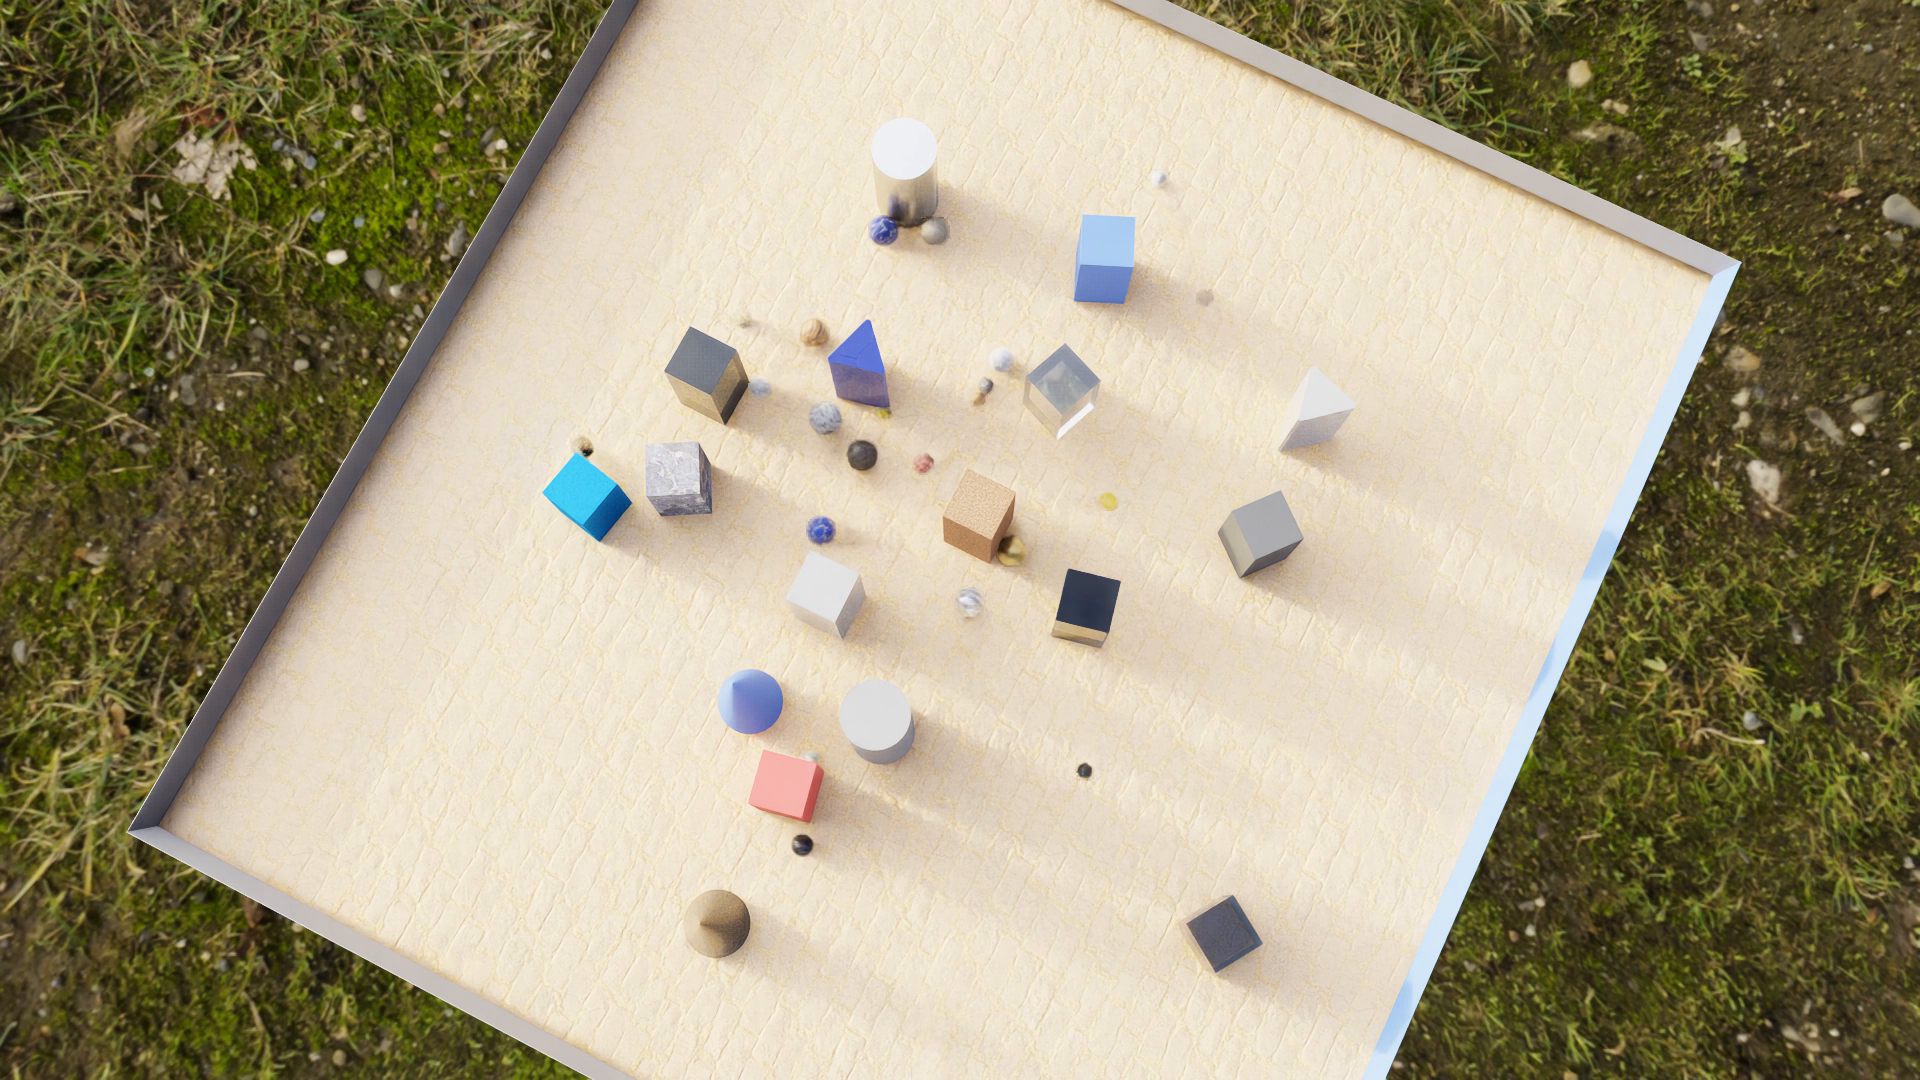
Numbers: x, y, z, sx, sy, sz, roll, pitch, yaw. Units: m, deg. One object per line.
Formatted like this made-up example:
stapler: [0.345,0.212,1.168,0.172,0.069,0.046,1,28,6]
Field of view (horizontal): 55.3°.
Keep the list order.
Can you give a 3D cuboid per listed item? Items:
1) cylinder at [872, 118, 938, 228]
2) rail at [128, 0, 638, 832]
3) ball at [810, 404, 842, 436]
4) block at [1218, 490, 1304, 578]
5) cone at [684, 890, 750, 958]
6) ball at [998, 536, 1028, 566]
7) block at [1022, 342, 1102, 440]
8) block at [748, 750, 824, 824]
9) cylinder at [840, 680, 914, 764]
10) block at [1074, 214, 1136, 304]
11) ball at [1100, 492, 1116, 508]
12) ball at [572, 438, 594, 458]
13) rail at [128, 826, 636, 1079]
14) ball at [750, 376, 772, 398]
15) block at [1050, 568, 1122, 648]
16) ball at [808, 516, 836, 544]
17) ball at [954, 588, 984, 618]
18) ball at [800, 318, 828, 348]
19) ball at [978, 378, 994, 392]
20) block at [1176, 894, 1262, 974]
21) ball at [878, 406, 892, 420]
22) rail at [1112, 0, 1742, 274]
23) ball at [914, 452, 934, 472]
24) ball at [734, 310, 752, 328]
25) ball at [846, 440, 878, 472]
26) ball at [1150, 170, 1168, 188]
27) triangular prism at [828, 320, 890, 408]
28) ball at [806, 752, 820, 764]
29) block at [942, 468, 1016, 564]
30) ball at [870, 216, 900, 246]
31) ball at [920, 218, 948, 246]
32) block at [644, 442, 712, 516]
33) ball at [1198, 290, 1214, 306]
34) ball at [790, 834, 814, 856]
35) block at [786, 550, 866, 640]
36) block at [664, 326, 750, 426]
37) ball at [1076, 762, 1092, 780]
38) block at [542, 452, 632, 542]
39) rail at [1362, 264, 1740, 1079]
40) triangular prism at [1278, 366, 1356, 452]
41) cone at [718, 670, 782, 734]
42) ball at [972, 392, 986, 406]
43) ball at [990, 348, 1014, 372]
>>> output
cylinder: [-0.166,-1.127,5.651,0.197,0.389,0.197,0,78,0]
rail: [-1.563,-0.759,5.707,0.045,0.128,3.719,26,80,5]
ball: [-0.415,-0.372,5.643,0.099,0.099,0.099,0,78,0]
block: [0.893,-0.013,5.463,0.158,0.307,0.158,-23,79,-5]
cone: [-0.714,1.090,5.204,0.197,0.365,0.197,0,78,0]
ball: [0.159,0.032,5.563,0.091,0.091,0.091,0,78,0]
block: [0.306,-0.448,5.562,0.158,0.289,0.158,-41,81,-8]
block: [-0.501,0.717,5.315,0.158,0.300,0.158,14,79,3]
cylinder: [-0.234,0.528,5.270,0.197,0.465,0.197,0,78,0]
block: [0.441,-0.859,5.624,0.158,0.333,0.158,3,78,1]
ball: [0.455,-0.121,5.615,0.052,0.052,0.052,0,78,0]
ball: [-1.162,-0.283,5.641,0.068,0.068,0.068,0,78,0]
rail: [-0.821,1.615,5.216,3.543,0.128,0.045,26,80,5]
ball: [-0.615,-0.472,5.679,0.070,0.070,0.070,0,78,0]
block: [0.370,0.205,5.420,0.158,0.302,0.158,14,79,3]
ball: [-0.418,-0.030,5.579,0.087,0.087,0.087,0,78,0]
ball: [0.027,0.190,5.533,0.086,0.086,0.086,0,78,0]
ball: [-0.456,-0.644,5.704,0.089,0.089,0.089,0,78,0]
ball: [0.079,-0.482,5.692,0.048,0.048,0.048,0,78,0]
block: [0.742,1.129,5.259,0.158,0.243,0.158,-30,80,-6]
ball: [-0.233,-0.392,5.665,0.041,0.041,0.041,0,78,0]
rail: [0.821,-1.601,5.882,3.543,0.128,0.045,26,80,5]
ball: [-0.111,-0.238,5.635,0.060,0.060,0.060,0,78,0]
ball: [-0.678,-0.690,5.729,0.059,0.059,0.059,0,78,0]
ball: [-0.300,-0.259,5.622,0.095,0.095,0.095,0,78,0]
ball: [0.634,-1.149,5.827,0.053,0.053,0.053,0,78,0]
triangular prism: [-0.285,-0.537,5.532,0.171,0.383,0.148,14,79,3]
ball: [-0.439,0.650,5.461,0.042,0.042,0.042,0,78,0]
block: [0.056,-0.067,5.443,0.158,0.366,0.158,26,80,5]
ball: [-0.239,-0.972,5.770,0.094,0.094,0.094,0,78,0]
ball: [-0.080,-0.971,5.773,0.087,0.087,0.087,0,78,0]
block: [-0.845,-0.182,5.515,0.158,0.273,0.158,-3,78,-1]
ball: [0.770,-0.759,5.749,0.048,0.048,0.048,0,78,0]
ball: [-0.465,0.898,5.397,0.067,0.067,0.067,0,78,0]
block: [-0.392,0.167,5.402,0.158,0.353,0.158,25,79,5]
block: [-0.762,-0.492,5.544,0.158,0.341,0.158,27,80,5]
ball: [0.370,0.687,5.450,0.048,0.048,0.048,0,78,0]
block: [-1.119,-0.127,5.514,0.158,0.253,0.158,37,81,7]
rail: [1.563,0.772,5.390,0.045,0.128,3.719,26,80,5]
triangular prism: [1.050,-0.402,5.514,0.171,0.363,0.148,-14,79,-3]
cone: [-0.631,0.442,5.300,0.197,0.441,0.197,0,78,0]
ball: [0.059,-0.439,5.686,0.041,0.041,0.041,0,78,0]
ball: [0.130,-0.558,5.692,0.078,0.078,0.078,0,78,0]
